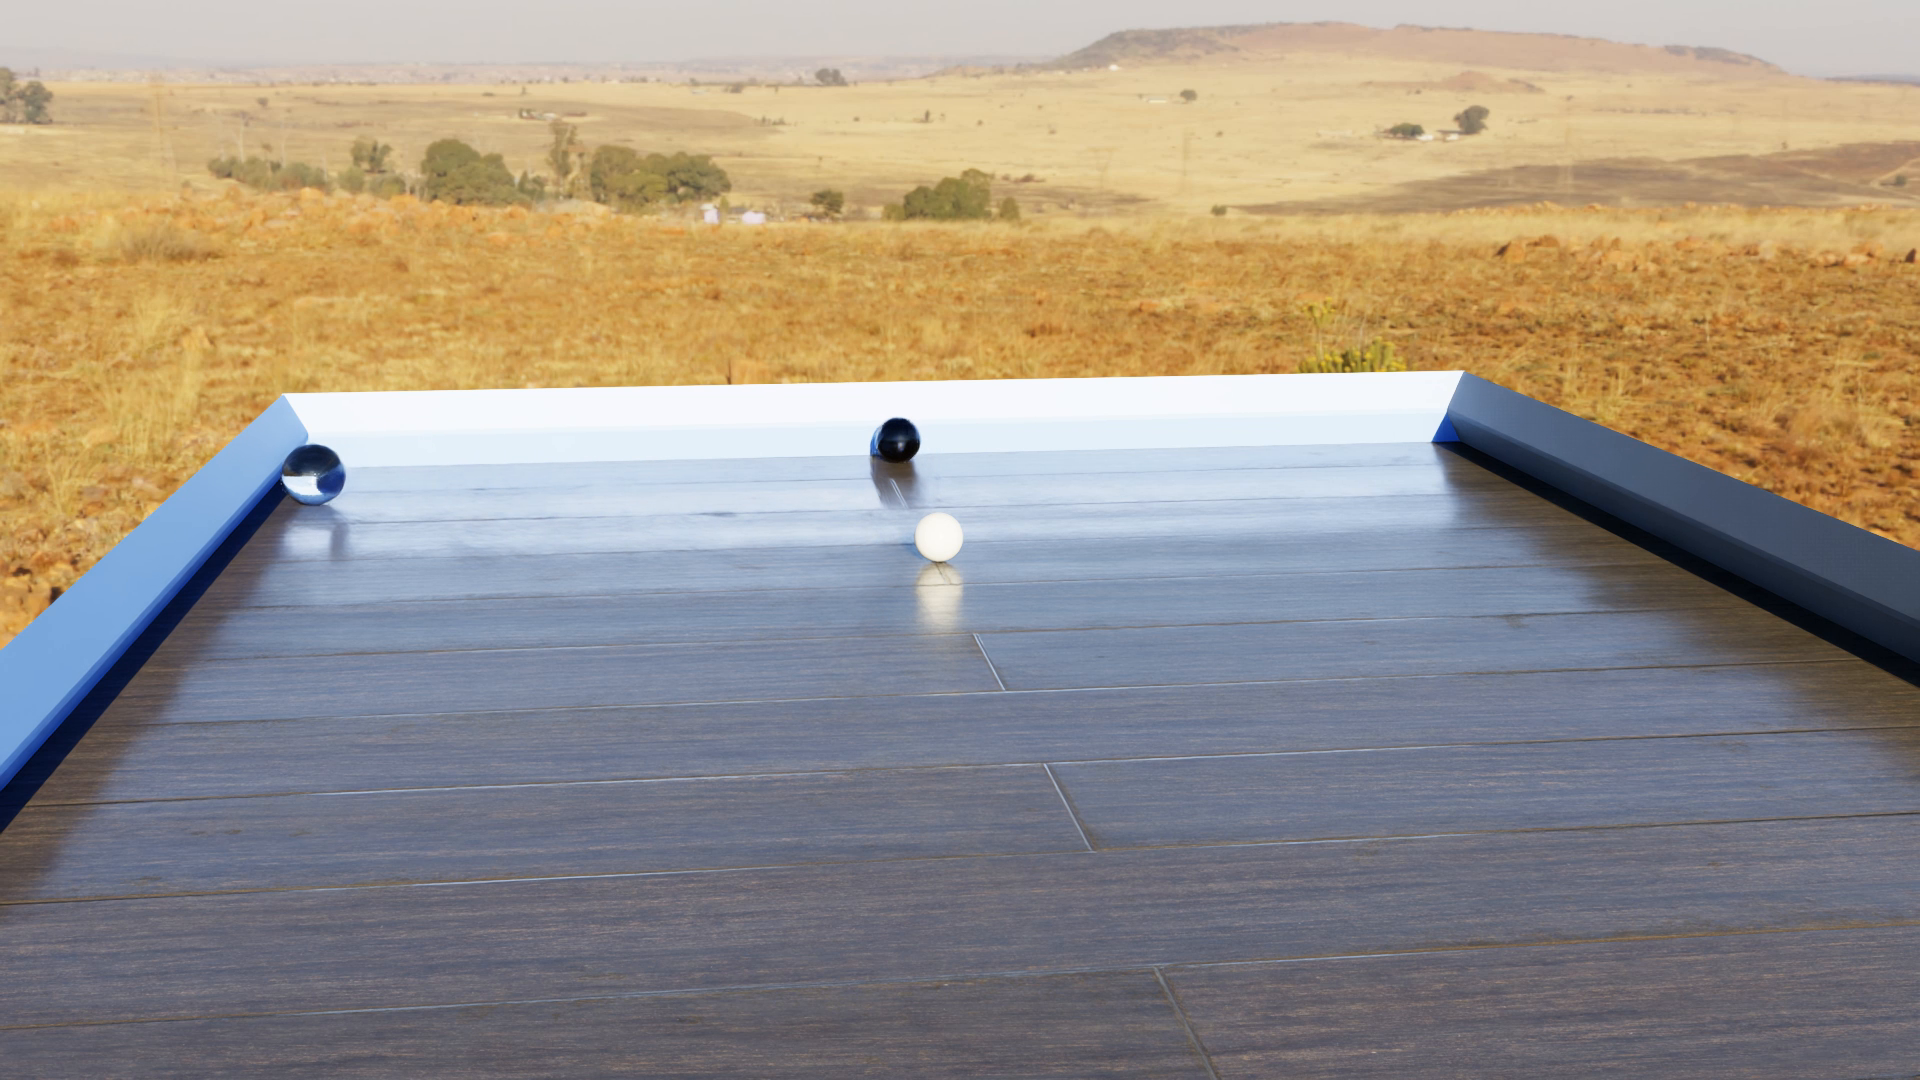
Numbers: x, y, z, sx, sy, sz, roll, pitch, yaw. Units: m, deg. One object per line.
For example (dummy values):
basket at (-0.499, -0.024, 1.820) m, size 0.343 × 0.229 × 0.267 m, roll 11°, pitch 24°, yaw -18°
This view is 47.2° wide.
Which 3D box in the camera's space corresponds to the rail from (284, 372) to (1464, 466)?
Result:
rail at (-0.112, -0.207, 3.806) m, size 2.059 × 0.126 × 0.045 m, roll -2°, pitch 13°, yaw -7°

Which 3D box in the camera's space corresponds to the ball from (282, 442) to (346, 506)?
ball at (-1.000, -0.102, 3.403) m, size 0.097 × 0.097 × 0.097 m, roll 0°, pitch 12°, yaw 0°

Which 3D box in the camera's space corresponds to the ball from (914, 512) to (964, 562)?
ball at (-0.029, -0.004, 3.025) m, size 0.068 × 0.068 × 0.068 m, roll 0°, pitch 12°, yaw 0°

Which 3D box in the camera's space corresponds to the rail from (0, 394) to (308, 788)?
rail at (-0.882, 0.189, 2.020) m, size 0.045 × 0.126 × 3.472 m, roll -2°, pitch 13°, yaw -7°

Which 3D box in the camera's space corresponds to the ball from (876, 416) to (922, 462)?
ball at (-0.105, -0.172, 3.757) m, size 0.080 × 0.080 × 0.080 m, roll 0°, pitch 12°, yaw 0°

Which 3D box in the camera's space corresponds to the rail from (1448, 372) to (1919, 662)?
rail at (1.112, 0.131, 2.279) m, size 0.045 × 0.126 × 3.472 m, roll -2°, pitch 13°, yaw -7°
